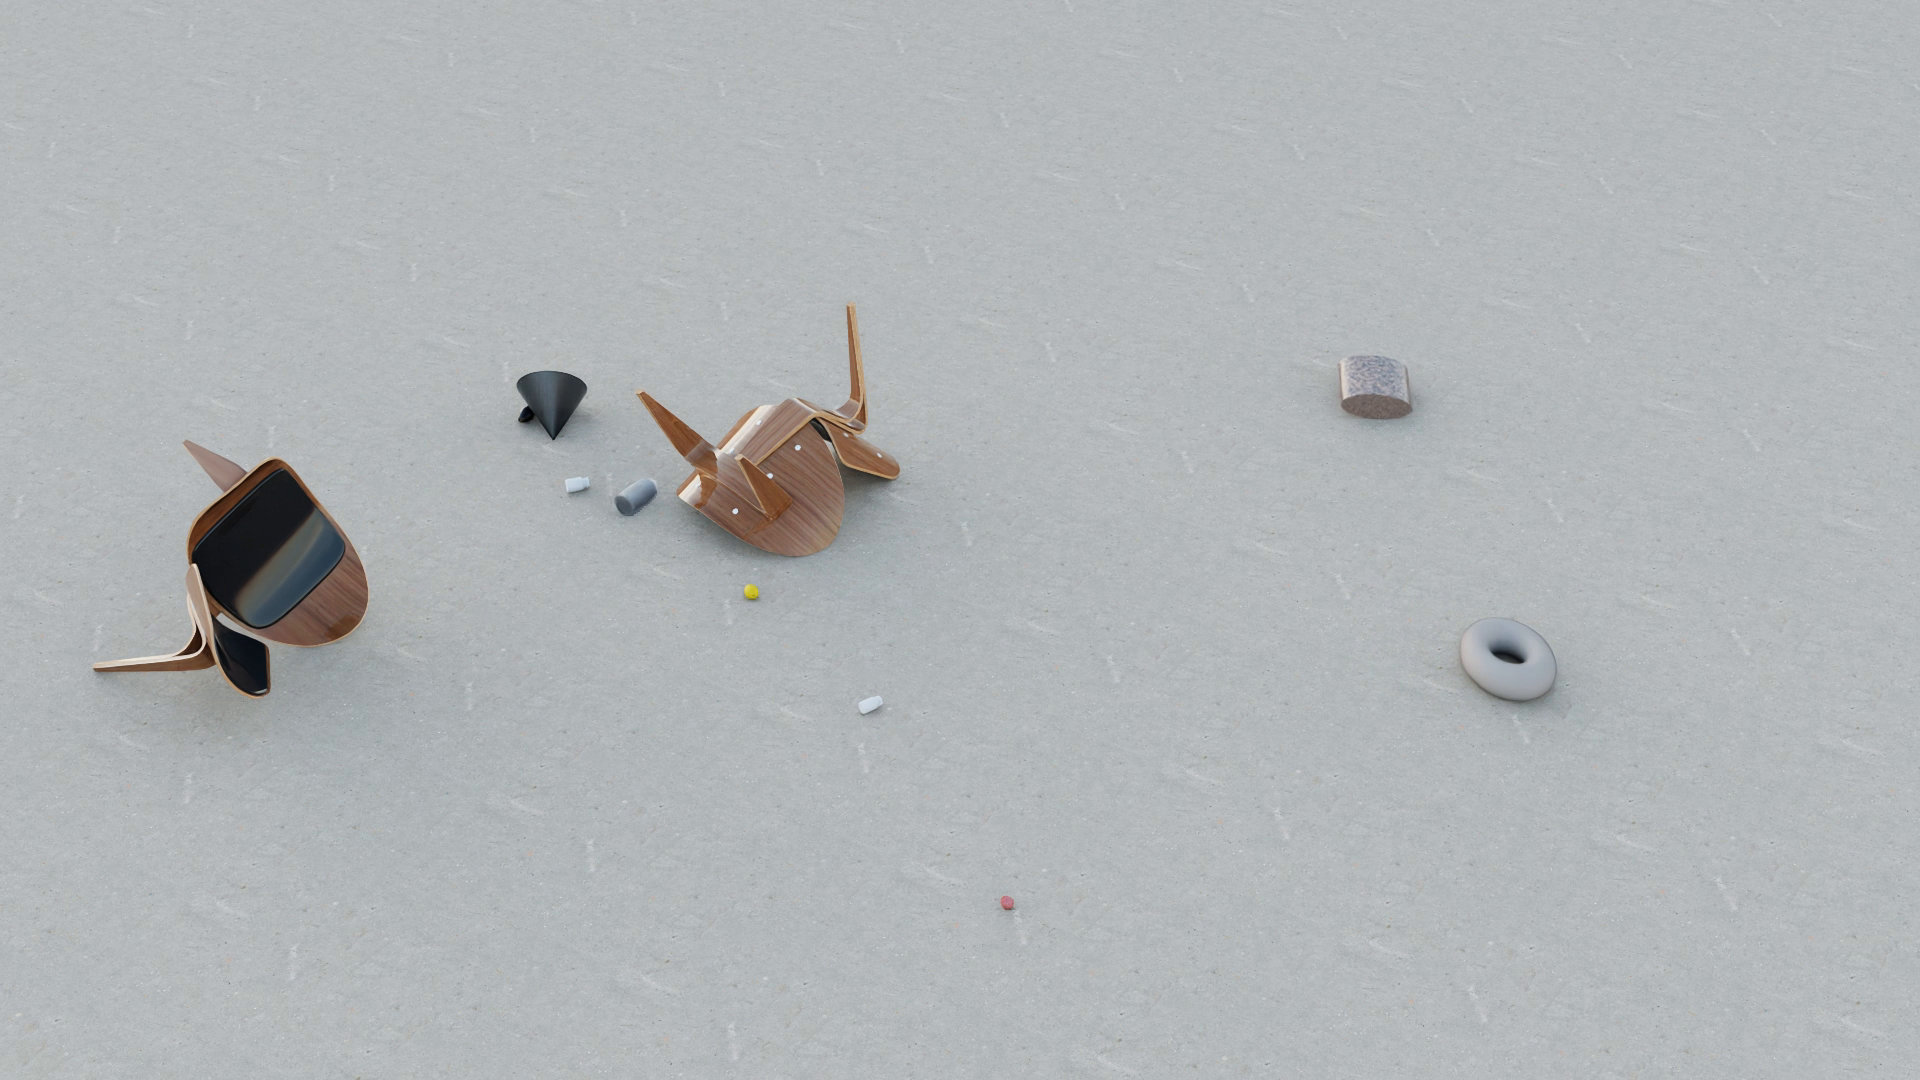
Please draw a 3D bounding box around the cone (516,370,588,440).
[{"bbox_3d":[-1.609,-0.496,11.581,0.267,0.312,0.234,-14,65,20],"label":"cone"}]

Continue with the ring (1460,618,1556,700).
[{"bbox_3d":[1.908,0.413,10.210,0.314,0.122,0.419,-10,35,-13],"label":"ring"}]

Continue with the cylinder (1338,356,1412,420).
[{"bbox_3d":[1.664,-0.614,11.773,0.284,0.113,0.310,5,34,2],"label":"cylinder"}]
